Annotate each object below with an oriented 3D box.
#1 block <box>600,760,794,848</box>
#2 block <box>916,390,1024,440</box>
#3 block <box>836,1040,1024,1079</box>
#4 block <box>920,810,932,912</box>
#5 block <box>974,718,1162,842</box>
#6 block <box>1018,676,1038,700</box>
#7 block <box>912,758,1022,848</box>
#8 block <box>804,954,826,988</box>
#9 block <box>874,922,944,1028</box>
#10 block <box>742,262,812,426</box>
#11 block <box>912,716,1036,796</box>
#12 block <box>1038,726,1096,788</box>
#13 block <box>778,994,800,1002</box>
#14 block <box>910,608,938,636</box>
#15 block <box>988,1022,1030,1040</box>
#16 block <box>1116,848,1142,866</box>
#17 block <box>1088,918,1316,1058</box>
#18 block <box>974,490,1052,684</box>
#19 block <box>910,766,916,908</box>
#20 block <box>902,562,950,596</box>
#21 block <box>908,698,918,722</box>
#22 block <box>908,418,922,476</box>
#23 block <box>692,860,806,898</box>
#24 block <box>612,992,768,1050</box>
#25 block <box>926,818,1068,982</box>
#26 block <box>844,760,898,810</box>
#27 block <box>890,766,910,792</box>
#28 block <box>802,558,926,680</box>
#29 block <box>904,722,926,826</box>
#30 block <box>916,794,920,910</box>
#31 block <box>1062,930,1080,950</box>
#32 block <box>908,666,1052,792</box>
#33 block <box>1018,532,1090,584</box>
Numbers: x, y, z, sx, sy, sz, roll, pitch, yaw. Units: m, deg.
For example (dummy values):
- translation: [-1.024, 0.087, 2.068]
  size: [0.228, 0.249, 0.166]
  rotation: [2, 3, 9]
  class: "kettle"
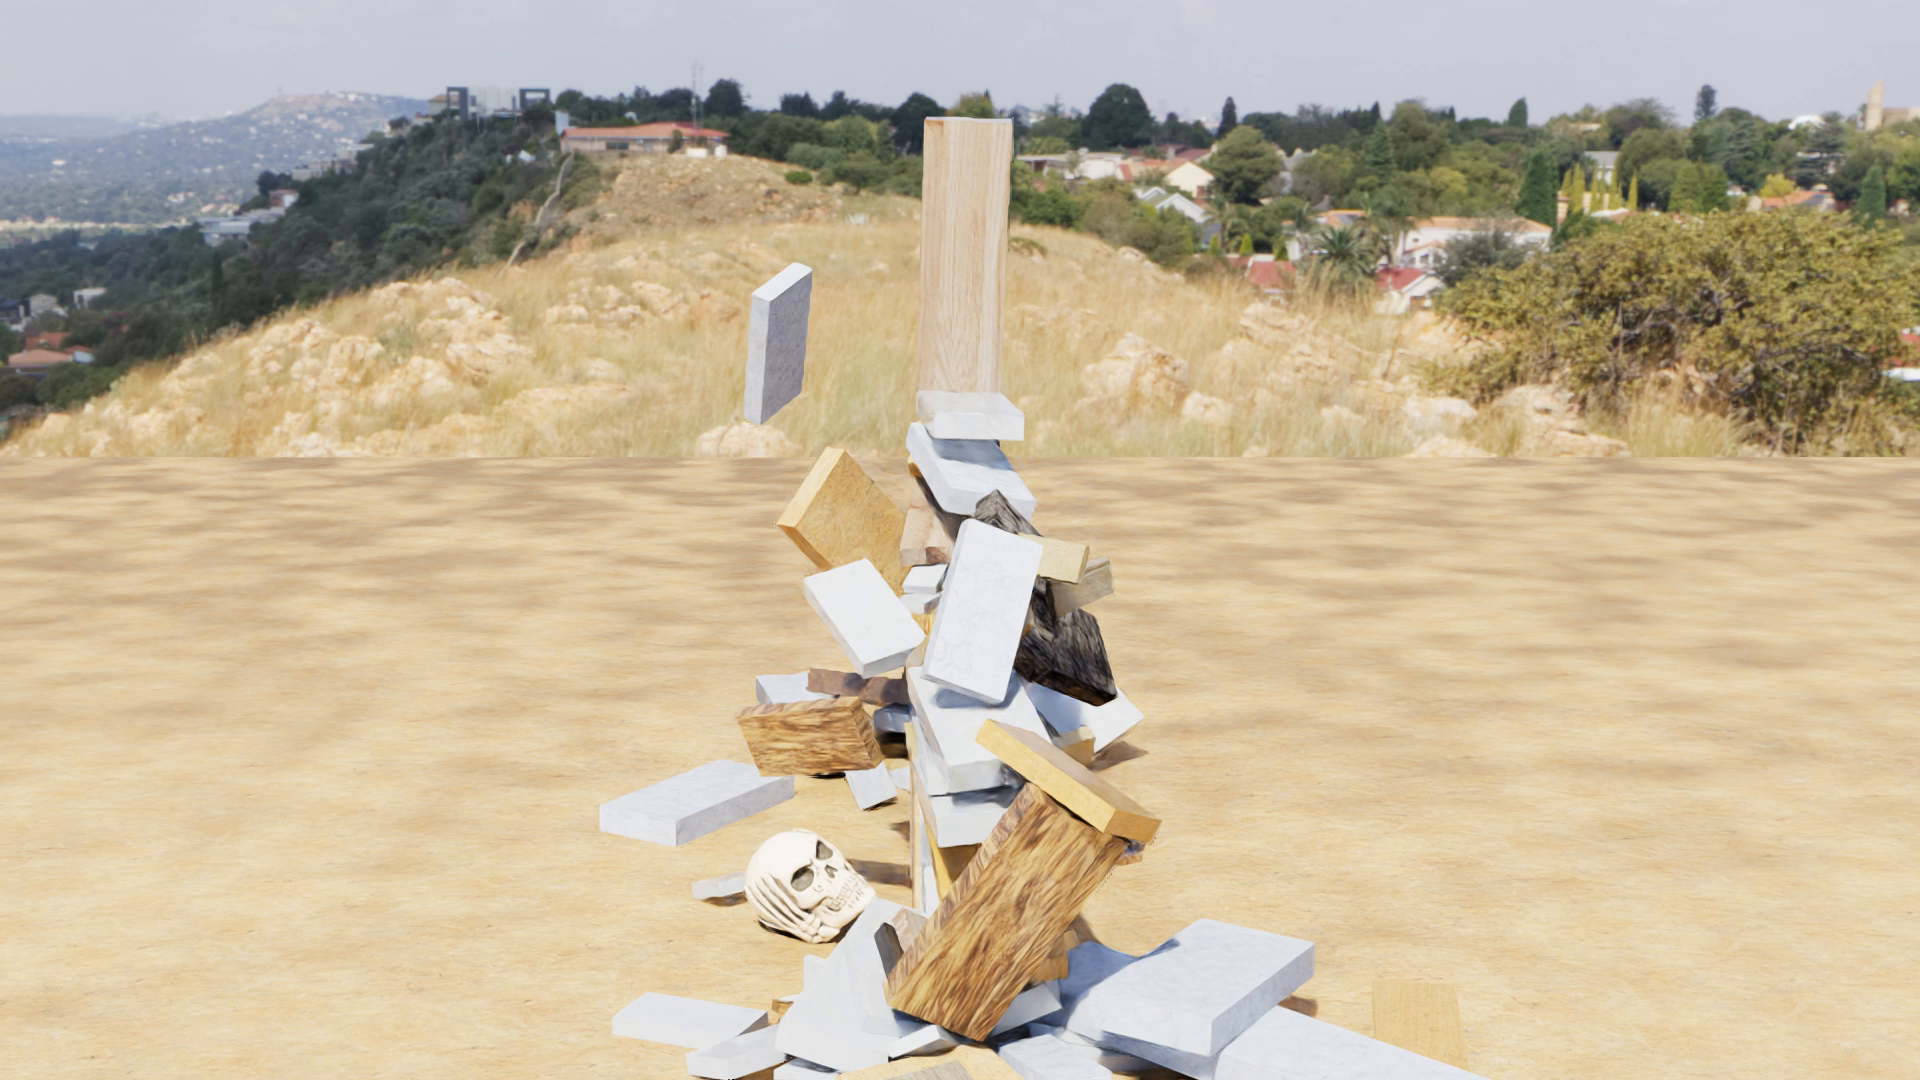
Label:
- translation: [-0.485, 0.486, 4.092]
  size: [0.175, 0.050, 0.351]
  rotation: [7, 12, 32]
  class: "block"
- translation: [0.014, -0.211, 3.689]
  size: [0.146, 0.041, 0.293]
  rotation: [1, 11, -7]
  class: "block"
- translation: [-0.033, 0.709, 2.823]
  size: [0.234, 0.033, 0.117]
  rotation: [-3, 24, -38]
  class: "block"
- translation: [0.010, 0.518, 3.319]
  size: [0.138, 0.276, 0.039]
  rotation: [0, 34, -1]
  class: "block"
- translation: [0.137, 0.308, 2.818]
  size: [0.233, 0.033, 0.117]
  rotation: [33, 7, 37]
  class: "block"
- translation: [0.055, 0.350, 4.288]
  size: [0.106, 0.212, 0.030]
  rotation: [34, -19, -9]
  class: "block"
- translation: [0.025, 0.358, 3.086]
  size: [0.151, 0.043, 0.302]
  rotation: [-5, 10, -7]
  class: "block"
- translation: [-0.187, 0.646, 3.223]
  size: [0.104, 0.052, 0.015]
  rotation: [9, 14, 40]
  class: "block"
- translation: [-0.059, 0.593, 2.990]
  size: [0.090, 0.025, 0.179]
  rotation: [29, 13, -21]
  class: "block"
- translation: [-0.317, -0.340, 3.818]
  size: [0.037, 0.261, 0.130]
  rotation: [26, 42, 19]
  class: "block"
- translation: [0.016, 0.302, 3.158]
  size: [0.148, 0.042, 0.296]
  rotation: [-4, 9, -5]
  class: "block"
- translation: [0.152, 0.427, 4.141]
  size: [0.212, 0.106, 0.030]
  rotation: [-18, 48, -22]
  class: "block"
- translation: [-0.208, 0.664, 3.161]
  size: [0.095, 0.014, 0.048]
  rotation: [-6, 12, -30]
  class: "block"
- translation: [-0.036, 0.115, 3.587]
  size: [0.131, 0.037, 0.261]
  rotation: [3, 10, 15]
  class: "block"
- translation: [0.085, 0.689, 3.099]
  size: [0.095, 0.014, 0.048]
  rotation: [-6, 12, -28]
  class: "block"
- translation: [0.268, 0.548, 3.857]
  size: [0.050, 0.014, 0.101]
  rotation: [-7, 13, -34]
  class: "block"
- translation: [0.332, 0.599, 2.975]
  size: [0.174, 0.049, 0.348]
  rotation: [8, 11, 30]
  class: "block"
- translation: [0.080, 0.067, 3.375]
  size: [0.042, 0.149, 0.298]
  rotation: [-32, 29, 24]
  class: "block"
- translation: [0.002, 0.442, 3.568]
  size: [0.163, 0.326, 0.046]
  rotation: [0, 8, 0]
  class: "block"
- translation: [-0.048, 0.050, 3.581]
  size: [0.057, 0.016, 0.113]
  rotation: [3, 34, 19]
  class: "block"
- translation: [0.002, 0.242, 3.619]
  size: [0.163, 0.046, 0.326]
  rotation: [0, 11, 0]
  class: "block"
- translation: [-0.020, -0.192, 3.858]
  size: [0.107, 0.030, 0.213]
  rotation: [0, 42, 12]
  class: "block"
- translation: [-0.352, 0.565, 3.660]
  size: [0.169, 0.024, 0.085]
  rotation: [-9, -2, -38]
  class: "block"
- translation: [-0.380, 0.681, 3.103]
  size: [0.194, 0.028, 0.097]
  rotation: [4, 11, 21]
  class: "block"
- translation: [0.047, 0.483, 3.034]
  size: [0.151, 0.043, 0.302]
  rotation: [-5, 38, -6]
  class: "block"
- translation: [-0.189, 0.406, 4.145]
  size: [0.080, 0.192, 0.023]
  rotation: [-18, -7, -44]
  class: "block"
- translation: [-0.024, 0.468, 4.228]
  size: [0.106, 0.030, 0.212]
  rotation: [-9, 12, -41]
  class: "block"
- translation: [-0.146, 0.120, 3.411]
  size: [0.113, 0.032, 0.226]
  rotation: [-18, 42, -21]
  class: "block"
- translation: [0.008, 0.367, 3.255]
  size: [0.138, 0.039, 0.276]
  rotation: [-6, 37, -8]
  class: "block"
- translation: [0.000, 0.481, 3.498]
  size: [0.138, 0.276, 0.039]
  rotation: [0, -5, 0]
  class: "block"
- translation: [0.082, 0.598, 3.132]
  size: [0.166, 0.024, 0.083]
  rotation: [-23, -10, 15]
  class: "block"
- translation: [0.027, 0.253, 3.071]
  size: [0.148, 0.042, 0.296]
  rotation: [-7, 24, -10]
  class: "block"
- translation: [0.132, 0.028, 3.253]
  size: [0.116, 0.058, 0.016]
  rotation: [10, -11, 31]
  class: "block"
